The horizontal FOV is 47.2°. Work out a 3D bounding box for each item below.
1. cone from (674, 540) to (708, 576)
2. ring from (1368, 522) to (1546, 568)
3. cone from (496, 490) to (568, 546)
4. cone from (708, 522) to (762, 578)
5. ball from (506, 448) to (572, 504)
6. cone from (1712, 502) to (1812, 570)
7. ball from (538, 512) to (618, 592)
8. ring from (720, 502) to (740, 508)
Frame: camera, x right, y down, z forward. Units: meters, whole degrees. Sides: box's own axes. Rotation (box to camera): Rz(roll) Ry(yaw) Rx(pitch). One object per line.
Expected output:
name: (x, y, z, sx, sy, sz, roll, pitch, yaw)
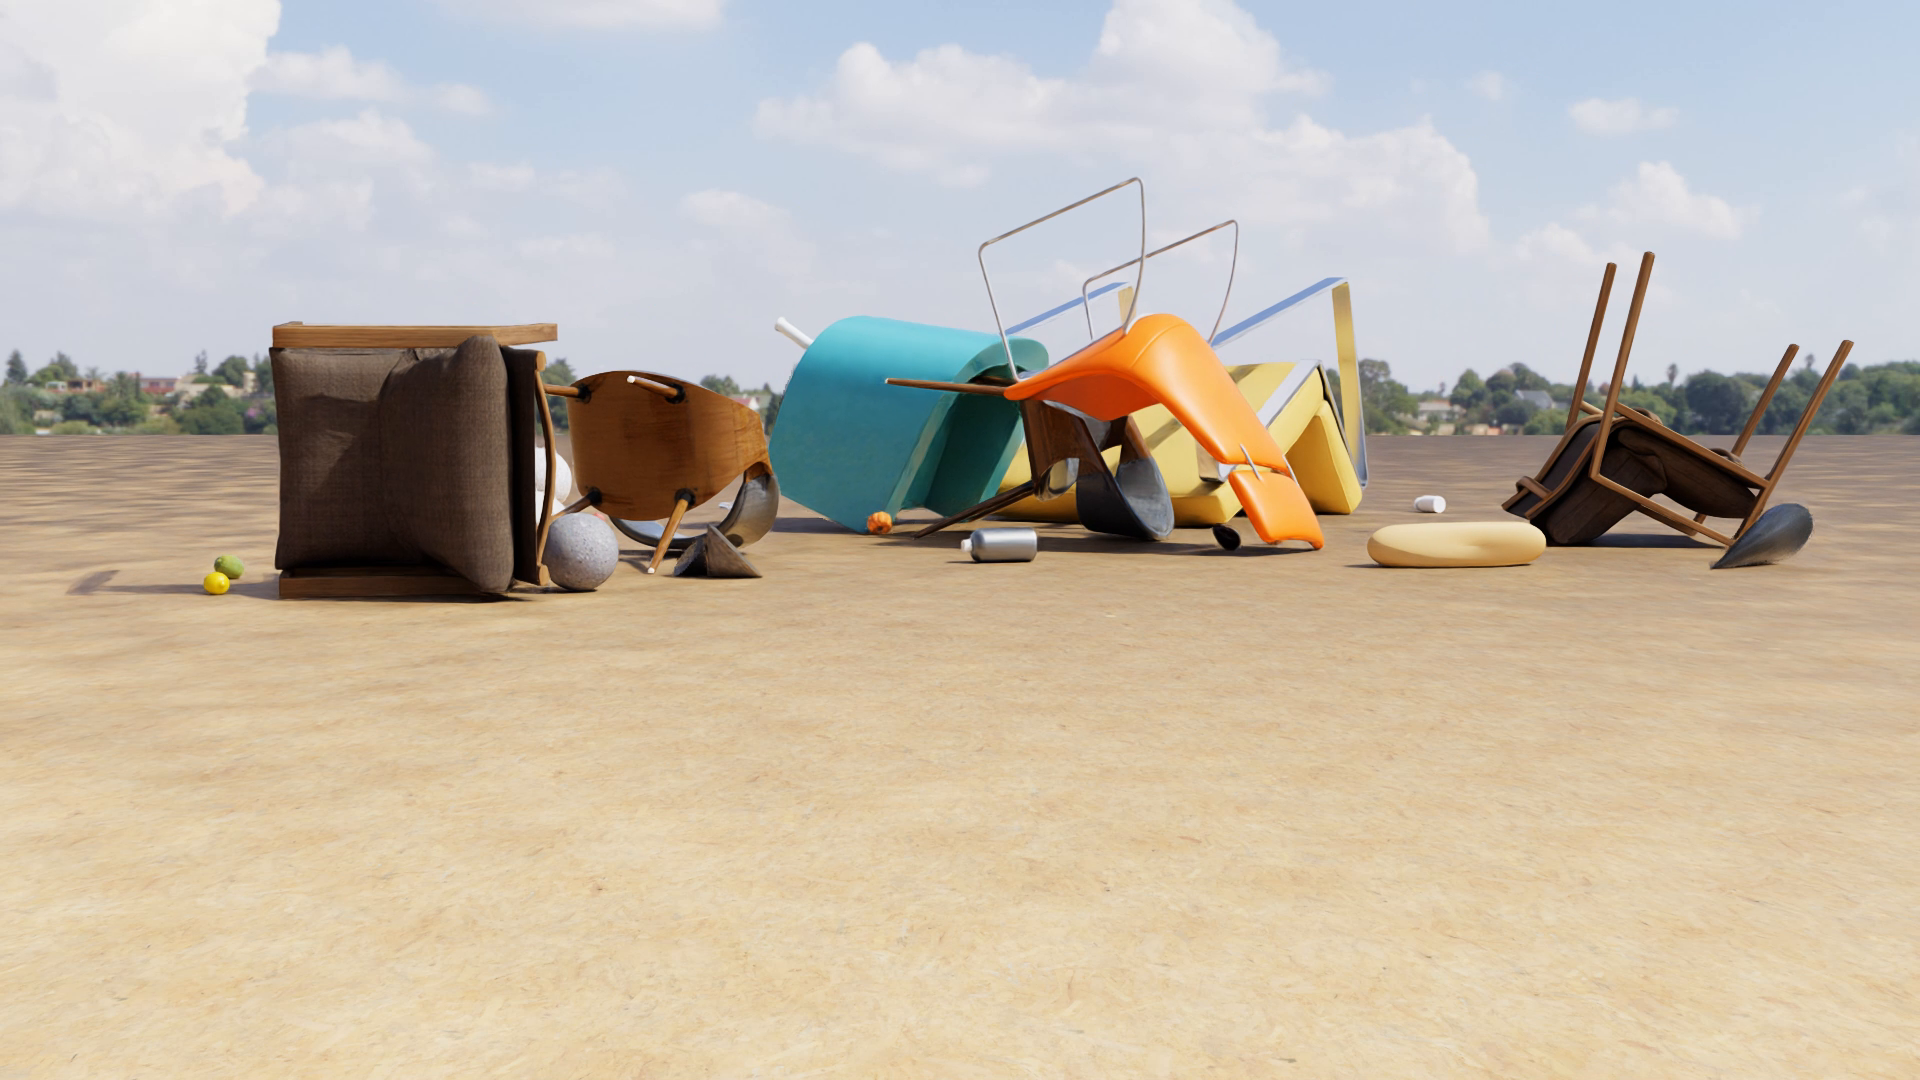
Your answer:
cone: (-0.632, 0.063, 5.319, 0.107, 0.067, 0.119, -39, 21, 27)
ring: (1.263, 0.012, 5.587, 0.483, 0.108, 0.184, -2, 2, -12)
cone: (-1.164, -0.016, 6.187, 0.238, 0.158, 0.234, 25, 10, -37)
cone: (-0.570, 0.056, 5.249, 0.188, 0.094, 0.181, 44, -1, 34)
ball: (-1.530, -0.217, 7.995, 0.234, 0.234, 0.234, 0, 4, 0)
cone: (1.986, 0.028, 5.560, 0.317, 0.129, 0.217, -22, -18, -35)
ball: (-0.846, 0.026, 4.883, 0.175, 0.175, 0.175, 0, 4, 0)
ring: (-0.866, -0.130, 8.268, 0.071, 0.024, 0.096, 1, 3, 30)
